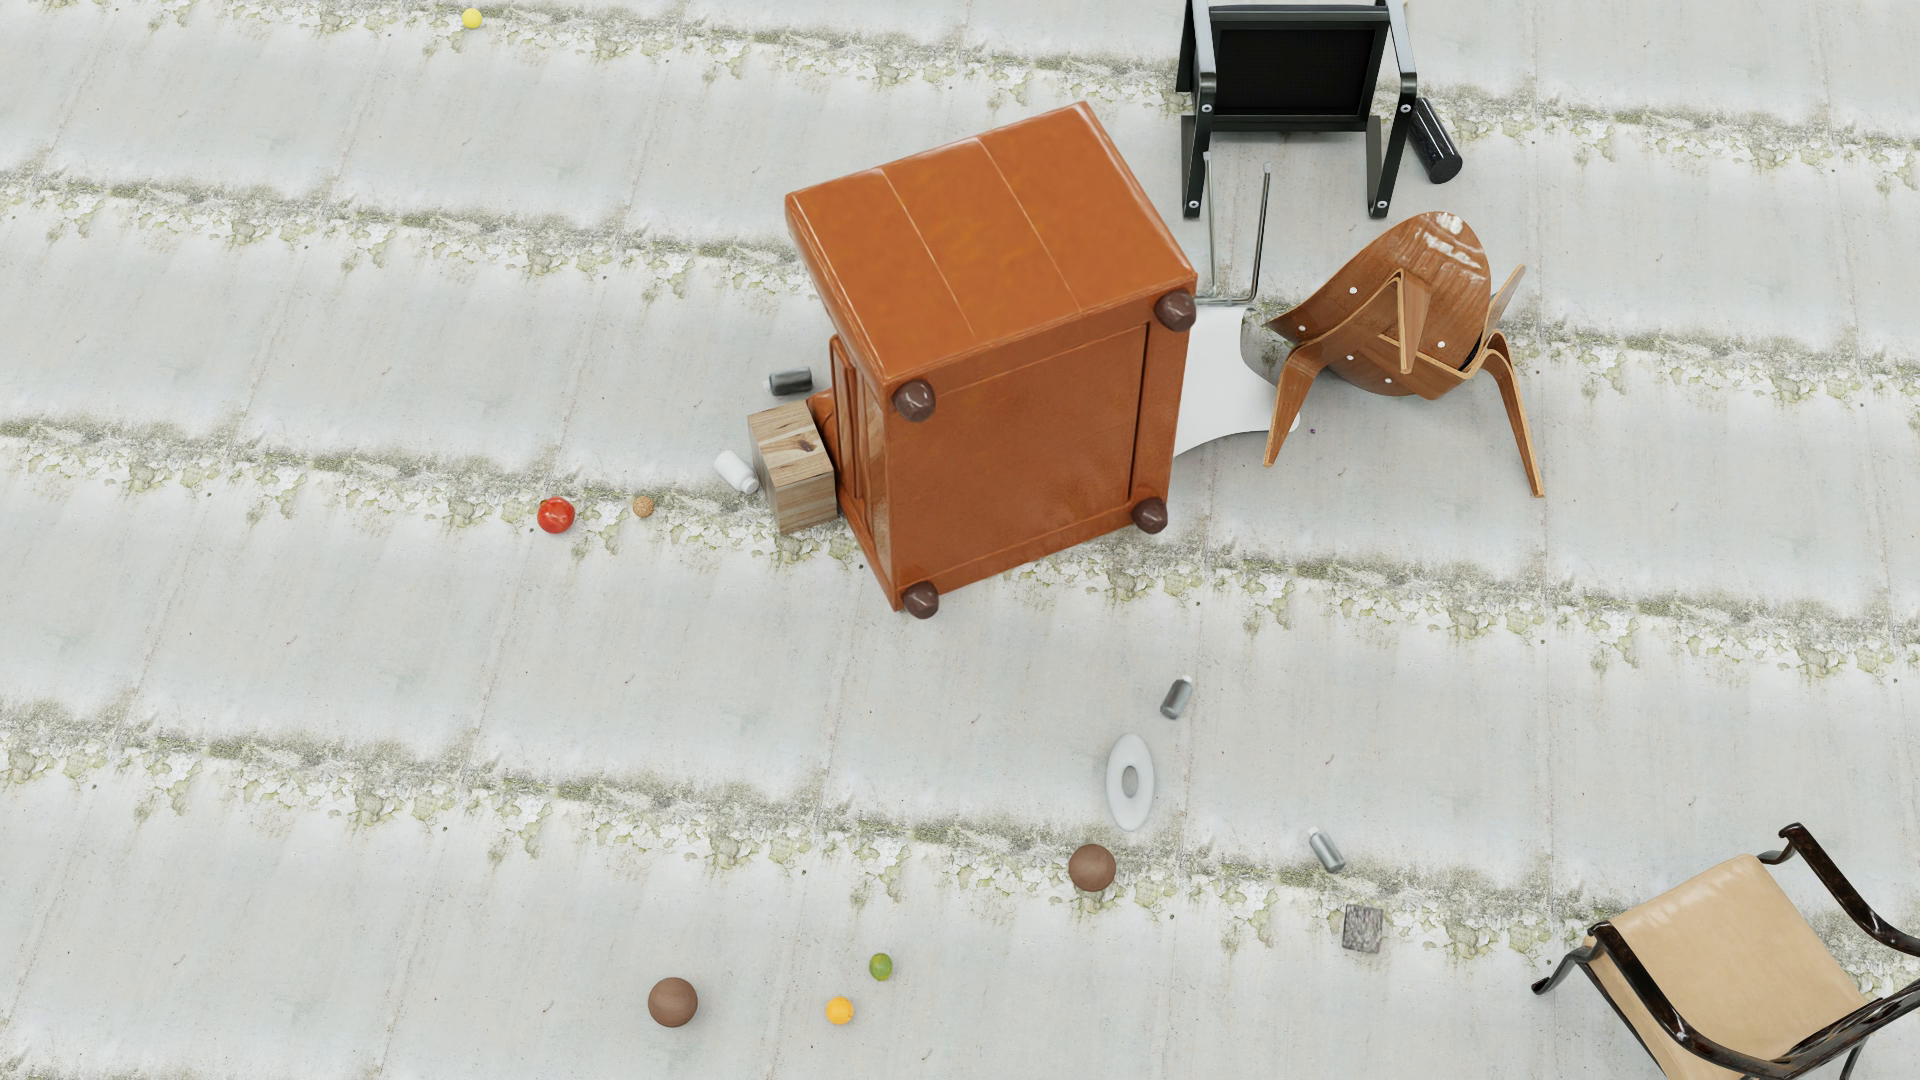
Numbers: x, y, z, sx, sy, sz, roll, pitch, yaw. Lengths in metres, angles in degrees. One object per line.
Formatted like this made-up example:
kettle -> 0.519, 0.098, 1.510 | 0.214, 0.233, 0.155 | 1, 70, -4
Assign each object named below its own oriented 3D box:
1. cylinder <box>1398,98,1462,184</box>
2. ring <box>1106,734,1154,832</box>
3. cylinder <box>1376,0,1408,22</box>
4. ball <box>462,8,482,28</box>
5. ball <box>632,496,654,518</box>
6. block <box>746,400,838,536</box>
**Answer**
cylinder -> 1.579, -1.343, 7.394 | 0.117, 0.136, 0.275 | -10, 56, -14
ring -> 0.472, 0.670, 6.096 | 0.133, 0.047, 0.309 | 2, 56, 3
cylinder -> 1.534, -1.890, 7.805 | 0.080, 0.061, 0.088 | 35, 74, 10
ball -> -1.723, -1.842, 7.768 | 0.070, 0.070, 0.070 | 0, 56, 0
ball -> -0.950, -0.099, 6.601 | 0.065, 0.065, 0.065 | 0, 56, 0
block -> -0.500, -0.216, 6.567 | 0.179, 0.252, 0.277 | -17, 58, -11
